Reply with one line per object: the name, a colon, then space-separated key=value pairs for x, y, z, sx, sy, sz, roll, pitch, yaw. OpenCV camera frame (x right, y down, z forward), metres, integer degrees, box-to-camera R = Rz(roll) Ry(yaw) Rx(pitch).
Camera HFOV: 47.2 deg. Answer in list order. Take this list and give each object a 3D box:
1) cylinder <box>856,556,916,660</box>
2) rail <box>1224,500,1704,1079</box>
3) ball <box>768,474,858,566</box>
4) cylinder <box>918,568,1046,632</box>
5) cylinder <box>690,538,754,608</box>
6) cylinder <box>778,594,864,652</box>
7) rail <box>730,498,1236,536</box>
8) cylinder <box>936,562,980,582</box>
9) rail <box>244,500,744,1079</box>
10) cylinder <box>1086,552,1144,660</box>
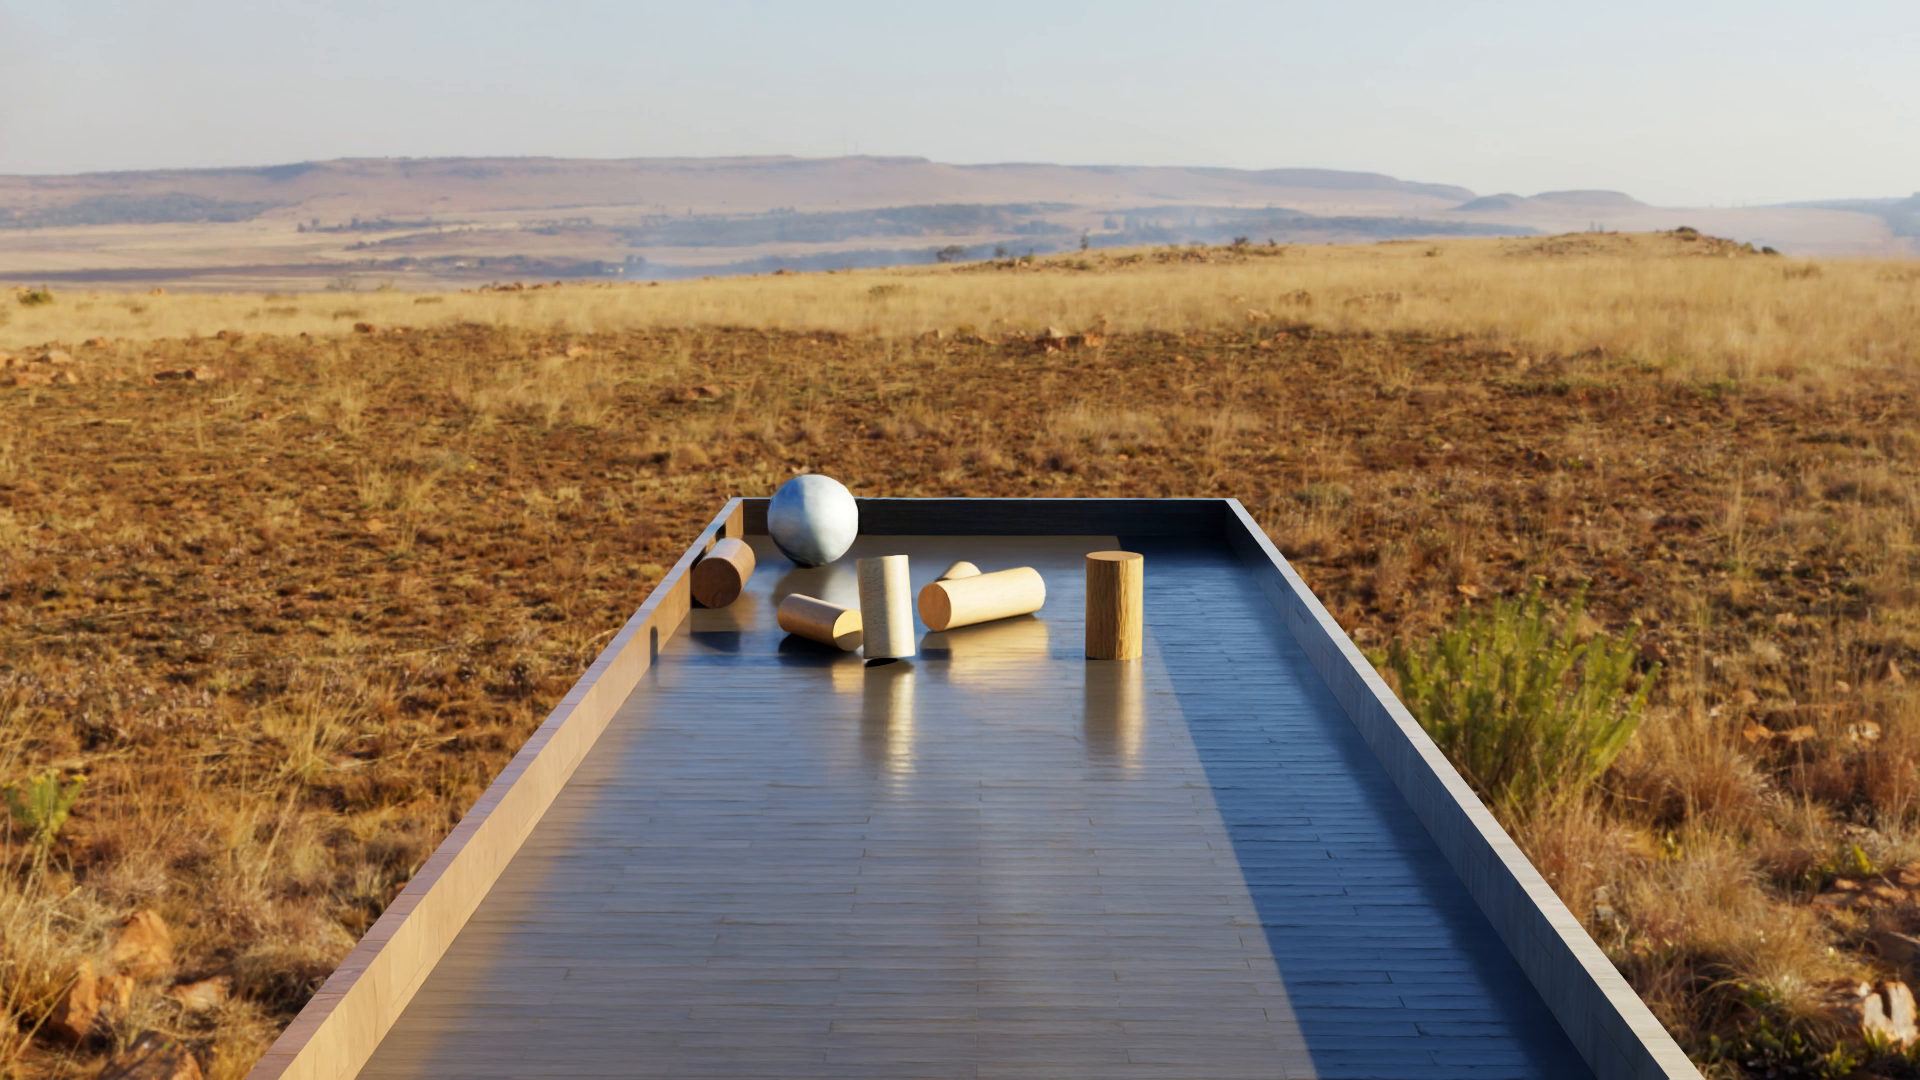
cylinder: x=-0.225 y=0.204 z=6.670 sx=0.156 sy=0.303 sz=0.156 roll=-5 pitch=-2 yaw=0
rail: x=1.046 y=0.843 z=3.208 sx=0.050 sy=0.150 sz=12.000 roll=0 pitch=9 yaw=1
ball: x=-0.559 y=-0.076 z=8.376 sx=0.348 sy=0.348 sz=0.348 roll=0 pitch=9 yaw=0
cylinder: x=0.074 y=0.194 z=7.281 sx=0.438 sy=0.158 sz=0.158 roll=-9 pitch=13 yaw=-44
cylinder: x=-0.832 y=0.113 z=7.732 sx=0.176 sy=0.176 sz=0.438 roll=0 pitch=9 yaw=1
cylinder: x=-0.436 y=0.259 z=6.962 sx=0.129 sy=0.129 sz=0.341 roll=-6 pitch=11 yaw=-35
rail: x=0.099 y=-0.098 z=9.147 sx=2.100 sy=0.150 sz=0.050 roll=0 pitch=9 yaw=1
cylinder: x=-0.016 y=0.168 z=7.516 sx=0.135 sy=0.135 sz=0.330 roll=2 pitch=9 yaw=10
rail: x=-1.004 y=0.839 z=3.234 sx=0.050 sy=0.150 sz=12.000 roll=0 pitch=9 yaw=1
cylinder: x=0.474 y=0.200 z=6.762 sx=0.174 sy=0.308 sz=0.174 roll=0 pitch=9 yaw=0
